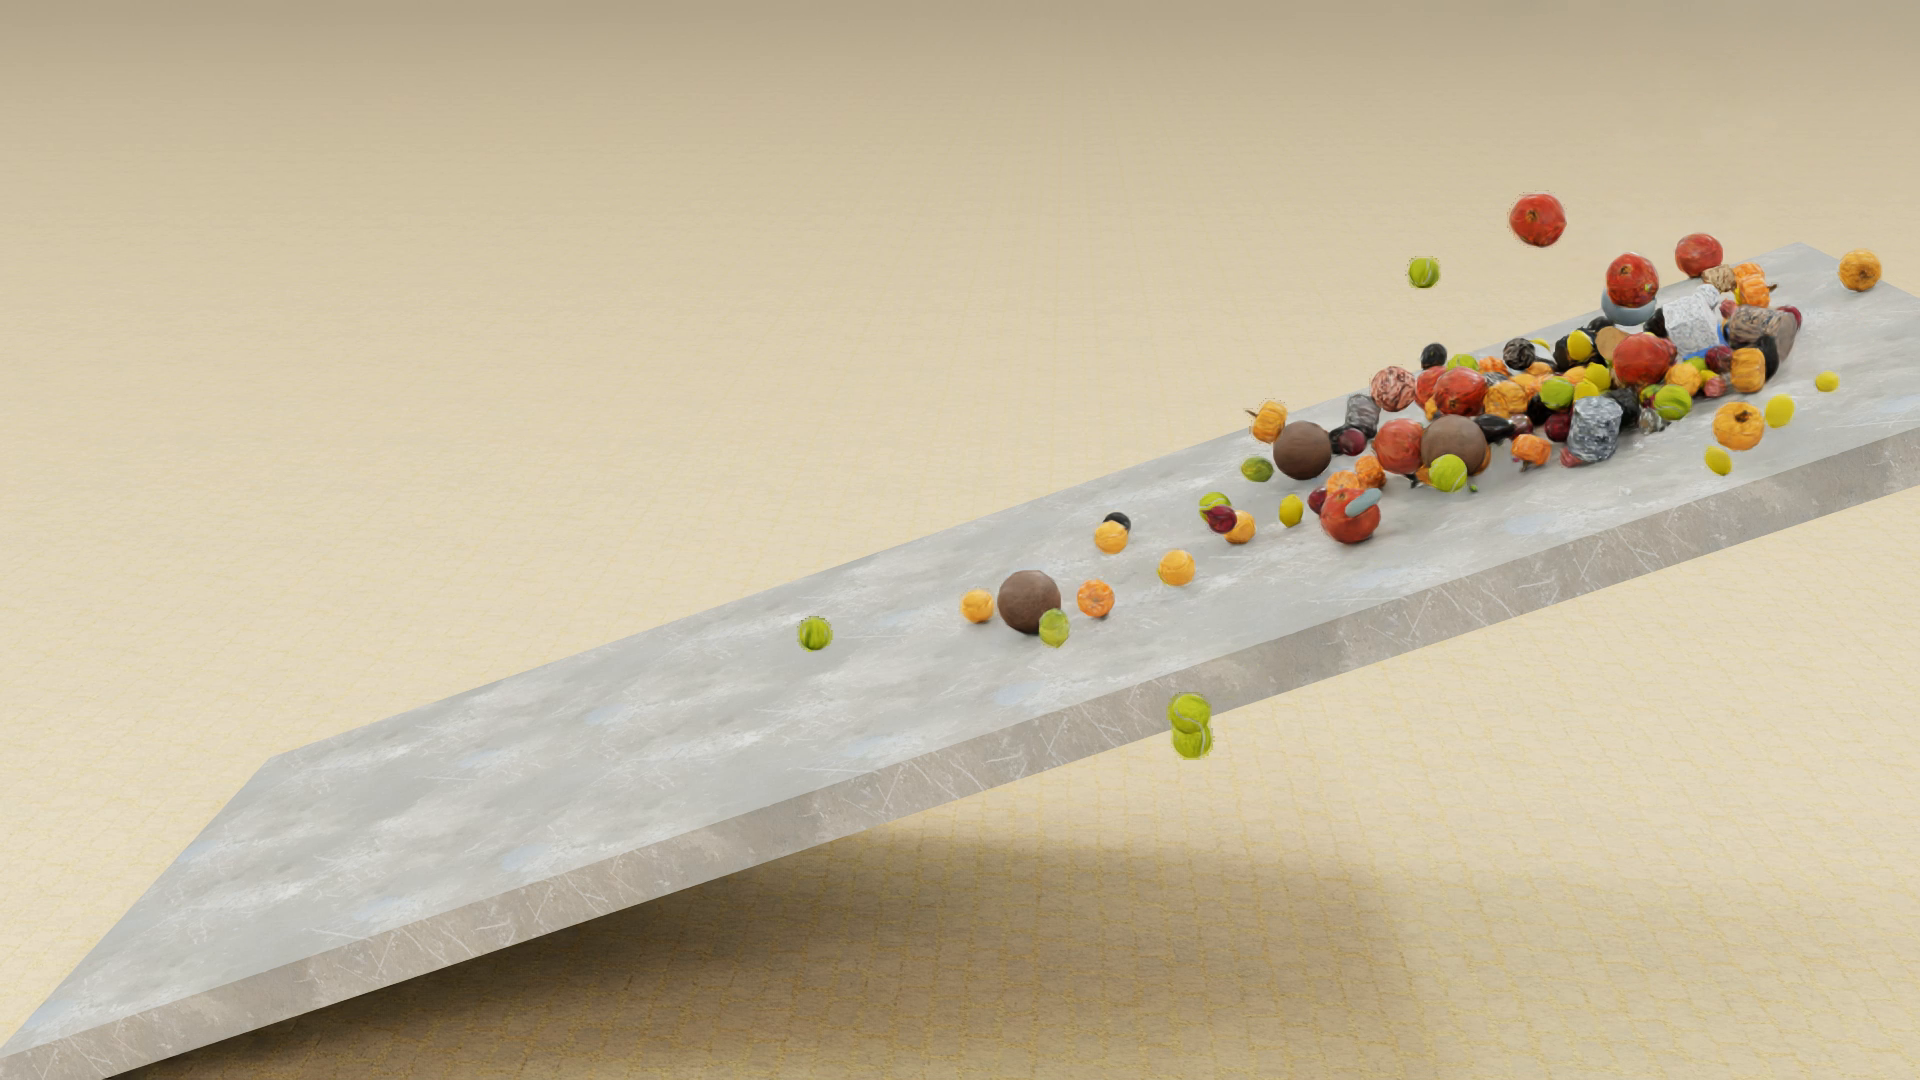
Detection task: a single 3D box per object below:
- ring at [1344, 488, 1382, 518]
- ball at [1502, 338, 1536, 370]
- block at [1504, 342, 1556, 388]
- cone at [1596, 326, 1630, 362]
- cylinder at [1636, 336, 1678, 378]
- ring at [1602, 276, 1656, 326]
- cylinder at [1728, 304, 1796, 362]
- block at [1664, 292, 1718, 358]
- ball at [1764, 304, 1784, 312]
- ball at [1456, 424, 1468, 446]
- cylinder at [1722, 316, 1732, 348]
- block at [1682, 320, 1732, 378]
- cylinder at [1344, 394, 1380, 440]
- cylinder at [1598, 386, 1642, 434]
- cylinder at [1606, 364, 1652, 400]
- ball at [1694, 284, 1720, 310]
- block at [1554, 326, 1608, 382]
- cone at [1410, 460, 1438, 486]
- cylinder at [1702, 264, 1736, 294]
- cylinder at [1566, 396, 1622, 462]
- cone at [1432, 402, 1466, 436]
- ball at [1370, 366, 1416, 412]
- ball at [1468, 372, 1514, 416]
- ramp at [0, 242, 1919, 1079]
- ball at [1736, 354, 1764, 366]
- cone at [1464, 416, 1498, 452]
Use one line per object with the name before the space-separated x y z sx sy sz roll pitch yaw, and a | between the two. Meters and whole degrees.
ring | 0.768 -0.071 5.604 0.080 0.027 0.080 -35 -2 -1
ball | 1.214 -0.403 6.386 0.071 0.071 0.071 0 12 0
block | 1.256 -0.390 6.482 0.069 0.069 0.069 14 29 -27
cone | 1.377 -0.420 6.129 0.075 0.075 0.075 11 27 41
cylinder | 1.439 -0.378 6.077 0.061 0.061 0.061 18 38 -15
ring | 1.446 -0.518 6.362 0.118 0.118 0.039 1 -20 5
cylinder | 1.612 -0.416 5.908 0.100 0.100 0.100 16 19 36
block | 1.421 -0.420 5.718 0.077 0.077 0.077 -21 36 26
ball | 1.721 -0.472 6.236 0.056 0.056 0.056 0 12 0
ball | 1.066 -0.218 6.158 0.052 0.052 0.052 0 12 0
cylinder | 1.628 -0.422 6.073 0.088 0.088 0.088 0 12 0
block | 1.544 -0.399 6.112 0.088 0.088 0.088 -17 11 12
cylinder | 0.900 -0.275 6.582 0.074 0.074 0.074 11 -22 5
cylinder | 1.300 -0.252 5.824 0.087 0.087 0.087 -17 7 18
cylinder | 1.379 -0.325 6.063 0.071 0.071 0.071 -1 8 -5
ball | 1.473 -0.479 5.802 0.052 0.052 0.052 0 12 0
block | 1.331 -0.397 6.302 0.073 0.073 0.073 -30 36 -14
cone | 0.952 -0.128 5.993 0.057 0.057 0.057 18 13 1
cylinder | 1.548 -0.531 5.999 0.055 0.055 0.055 -15 11 6
cylinder | 1.223 -0.215 5.673 0.092 0.092 0.092 2 35 -1
cone | 1.066 -0.239 6.302 0.082 0.082 0.082 -5 33 -21
ball | 0.893 -0.311 6.059 0.095 0.095 0.095 0 12 0
ball | 1.127 -0.310 6.236 0.095 0.095 0.095 0 12 0
ramp | 0.110 0.179 6.302 4.000 0.100 2.000 -19 11 6
ball | 1.614 -0.387 5.996 0.062 0.062 0.062 0 12 0
cone | 1.067 -0.208 6.115 0.072 0.072 0.072 22 37 -17
